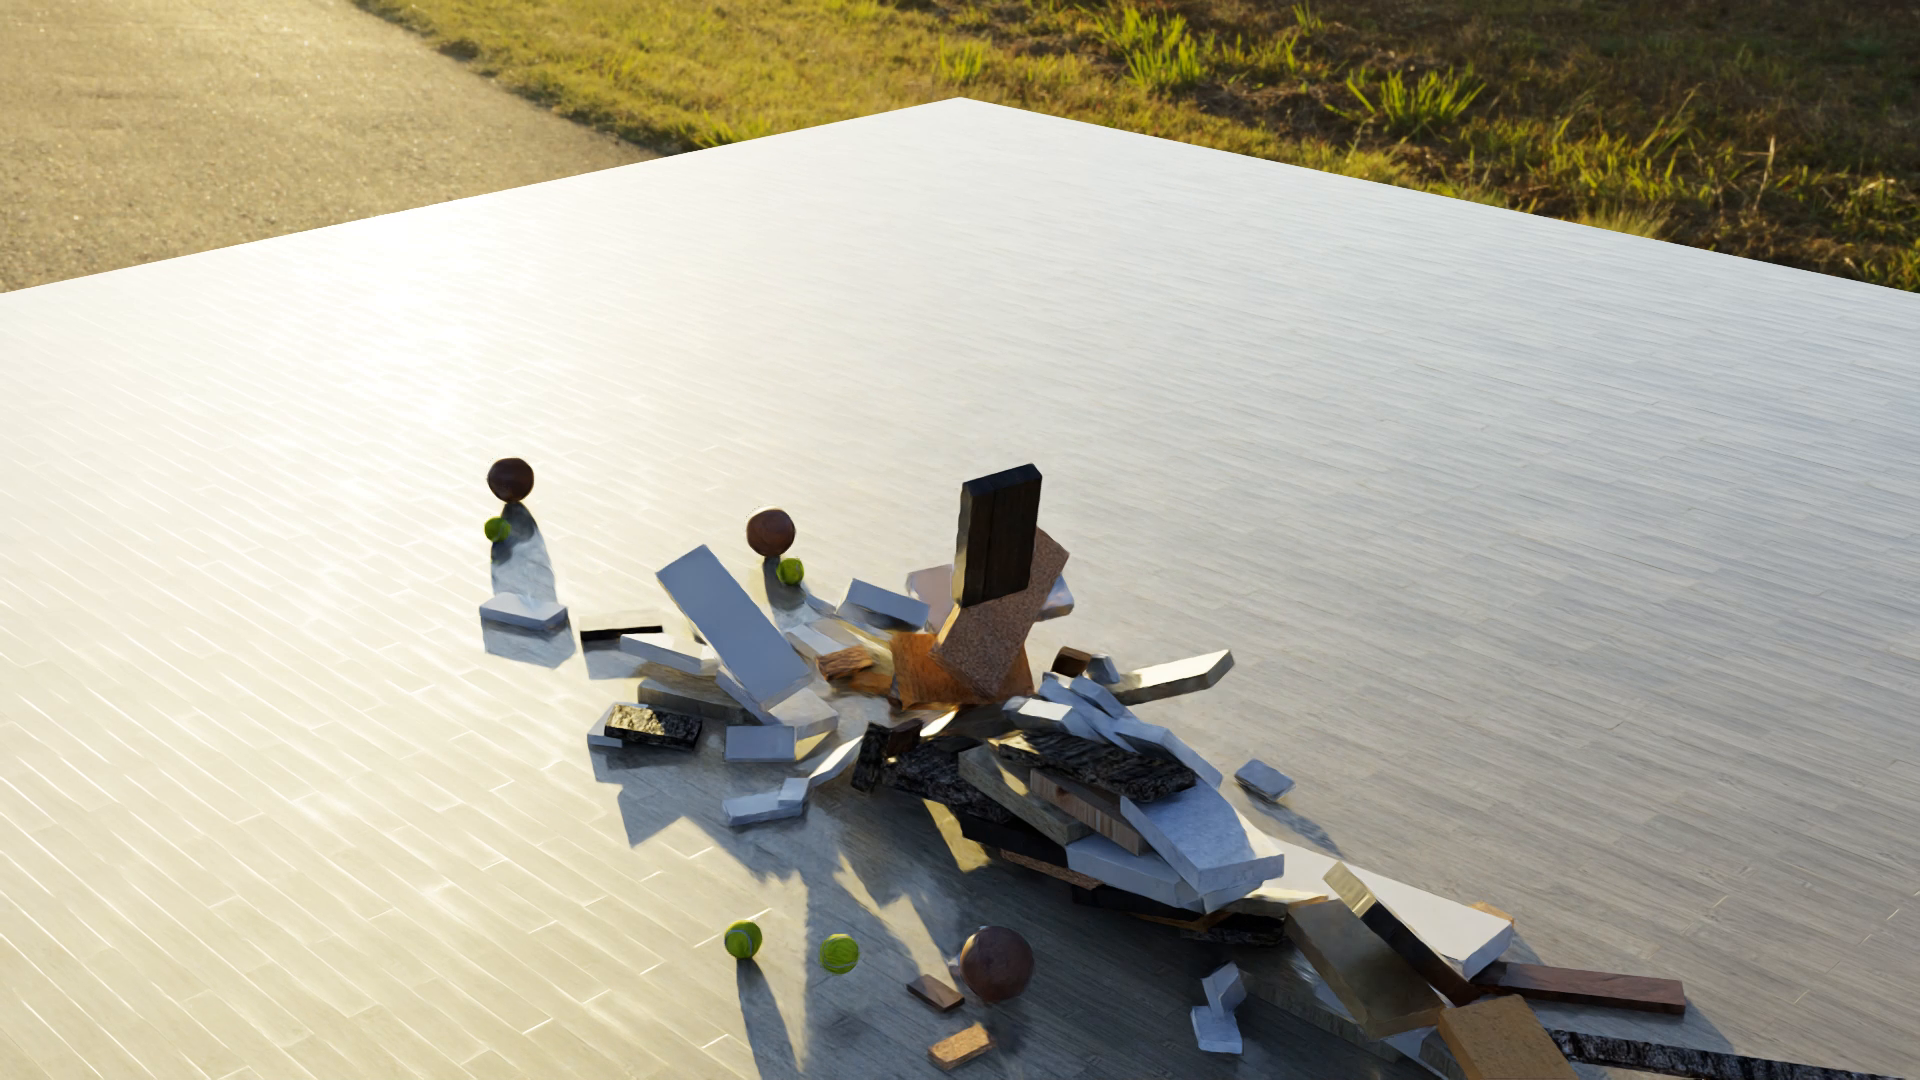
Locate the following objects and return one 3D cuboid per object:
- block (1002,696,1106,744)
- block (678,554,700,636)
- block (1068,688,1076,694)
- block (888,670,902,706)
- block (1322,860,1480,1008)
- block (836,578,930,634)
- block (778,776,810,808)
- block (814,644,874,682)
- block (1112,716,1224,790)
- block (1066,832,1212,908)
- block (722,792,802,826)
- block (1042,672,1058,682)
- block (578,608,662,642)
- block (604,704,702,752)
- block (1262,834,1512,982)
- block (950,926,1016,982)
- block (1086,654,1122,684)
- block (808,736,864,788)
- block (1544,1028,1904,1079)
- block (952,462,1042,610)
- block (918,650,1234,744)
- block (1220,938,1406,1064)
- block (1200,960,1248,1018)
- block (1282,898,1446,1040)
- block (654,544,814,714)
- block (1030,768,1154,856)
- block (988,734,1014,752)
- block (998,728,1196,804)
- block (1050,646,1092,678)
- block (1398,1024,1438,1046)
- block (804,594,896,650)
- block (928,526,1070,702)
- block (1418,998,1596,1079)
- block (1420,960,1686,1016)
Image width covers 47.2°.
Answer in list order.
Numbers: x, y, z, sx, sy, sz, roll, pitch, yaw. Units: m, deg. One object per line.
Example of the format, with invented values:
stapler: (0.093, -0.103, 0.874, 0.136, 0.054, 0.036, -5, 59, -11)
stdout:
block: (0.192, 0.377, 4.339, 0.038, 0.134, 0.267, -47, 17, -16)
block: (-0.645, 0.131, 5.304, 0.033, 0.116, 0.232, -6, 24, -12)
block: (0.246, 0.307, 4.462, 0.049, 0.014, 0.097, -27, 12, 2)
block: (-0.124, 0.333, 4.919, 0.061, 0.017, 0.122, 16, 28, -3)
block: (0.730, 0.656, 3.638, 0.041, 0.287, 0.144, -46, 24, 3)
block: (-0.171, 0.151, 4.775, 0.174, 0.049, 0.348, 19, -9, -4)
block: (-0.338, 0.513, 4.481, 0.049, 0.014, 0.098, 3, 22, 6)
block: (-0.264, 0.279, 5.002, 0.122, 0.017, 0.061, -15, 53, -32)
block: (0.379, 0.388, 3.997, 0.109, 0.031, 0.218, 12, -20, 42)
block: (0.347, 0.575, 3.937, 0.158, 0.045, 0.316, -18, 14, -31)
block: (-0.401, 0.542, 4.457, 0.146, 0.021, 0.073, -7, 24, -17)
block: (0.188, 0.330, 4.662, 0.014, 0.097, 0.049, 2, 7, -24)
block: (-0.810, 0.202, 5.249, 0.193, 0.027, 0.097, -4, 23, -9)
block: (-0.660, 0.404, 4.736, 0.193, 0.027, 0.097, 10, 25, 1)
block: (0.731, 0.675, 4.064, 0.544, 0.049, 0.174, 16, 26, 39)
block: (0.041, 0.747, 3.975, 0.068, 0.019, 0.136, 11, 25, 24)
block: (0.285, 0.263, 4.458, 0.017, 0.060, 0.120, -28, 6, -17)
block: (-0.257, 0.463, 4.589, 0.073, 0.021, 0.146, -27, 9, 33)
block: (1.181, 0.855, 3.602, 0.735, 0.015, 0.054, 7, 32, 4)
block: (0.075, -0.006, 4.578, 0.162, 0.323, 0.046, -17, 48, -22)
block: (0.225, 0.334, 4.524, 0.736, 0.033, 0.116, -16, 12, 36)
block: (0.645, 0.792, 3.843, 0.366, 0.039, 0.139, 20, 30, 39)
block: (0.456, 0.773, 3.794, 0.020, 0.070, 0.140, -21, -6, 22)
block: (0.677, 0.716, 3.703, 0.139, 0.039, 0.278, -7, 36, -26)
block: (-0.503, 0.190, 4.864, 0.134, 0.038, 0.469, -32, 53, -15)
block: (0.288, 0.478, 4.057, 0.158, 0.045, 0.316, -15, 25, -32)
block: (0.107, 0.407, 4.286, 0.049, 0.014, 0.098, -20, 30, -39)
block: (0.246, 0.412, 4.061, 0.109, 0.031, 0.466, -15, 13, -31)
block: (0.218, 0.242, 4.324, 0.060, 0.120, 0.017, 17, 69, -1)
block: (0.758, 0.800, 3.655, 0.152, 0.022, 0.076, 22, 34, 16)
block: (-0.155, 0.239, 5.094, 0.557, 0.080, 0.023, 23, 75, 42)
block: (0.087, 0.138, 4.747, 0.046, 0.162, 0.402, -26, 29, 55)
block: (0.990, 0.917, 3.420, 0.144, 0.041, 0.572, -24, 42, -37)
block: (0.967, 0.778, 3.899, 0.606, 0.022, 0.076, 4, 23, 10)
